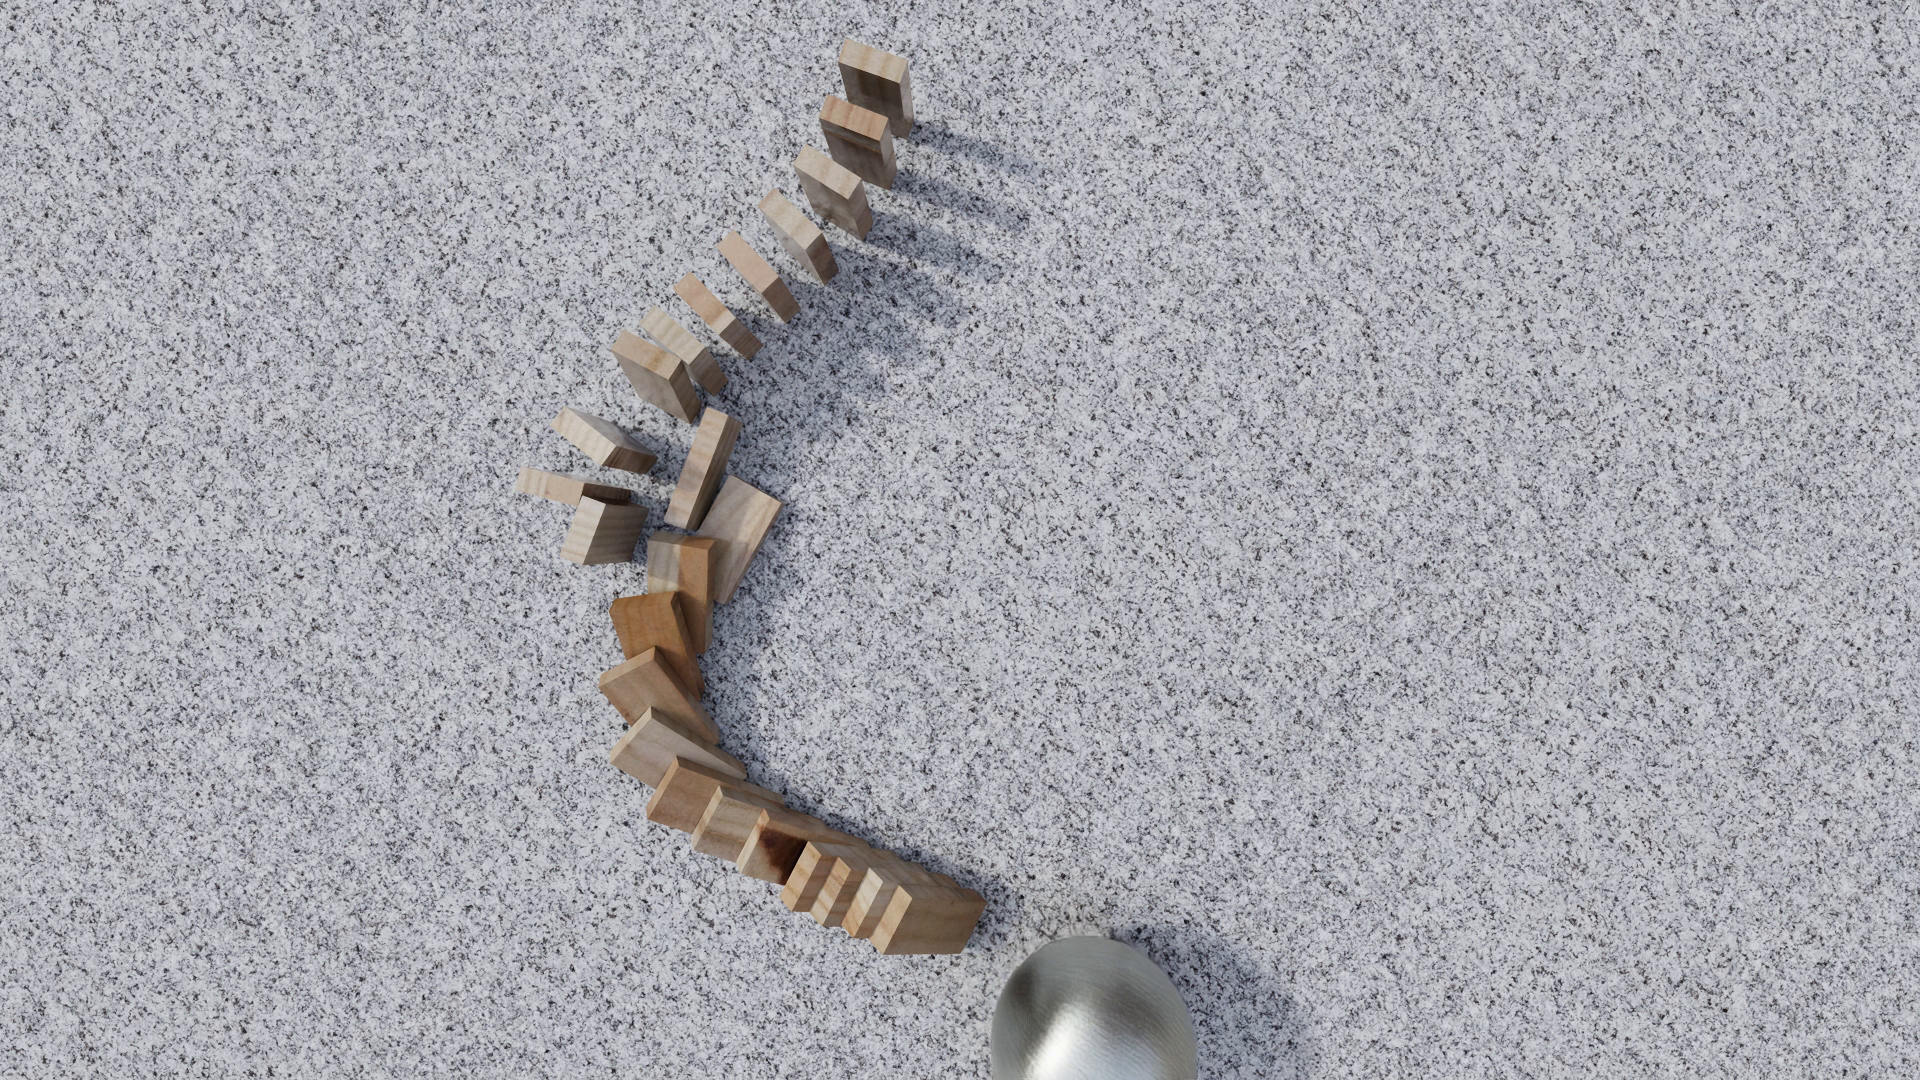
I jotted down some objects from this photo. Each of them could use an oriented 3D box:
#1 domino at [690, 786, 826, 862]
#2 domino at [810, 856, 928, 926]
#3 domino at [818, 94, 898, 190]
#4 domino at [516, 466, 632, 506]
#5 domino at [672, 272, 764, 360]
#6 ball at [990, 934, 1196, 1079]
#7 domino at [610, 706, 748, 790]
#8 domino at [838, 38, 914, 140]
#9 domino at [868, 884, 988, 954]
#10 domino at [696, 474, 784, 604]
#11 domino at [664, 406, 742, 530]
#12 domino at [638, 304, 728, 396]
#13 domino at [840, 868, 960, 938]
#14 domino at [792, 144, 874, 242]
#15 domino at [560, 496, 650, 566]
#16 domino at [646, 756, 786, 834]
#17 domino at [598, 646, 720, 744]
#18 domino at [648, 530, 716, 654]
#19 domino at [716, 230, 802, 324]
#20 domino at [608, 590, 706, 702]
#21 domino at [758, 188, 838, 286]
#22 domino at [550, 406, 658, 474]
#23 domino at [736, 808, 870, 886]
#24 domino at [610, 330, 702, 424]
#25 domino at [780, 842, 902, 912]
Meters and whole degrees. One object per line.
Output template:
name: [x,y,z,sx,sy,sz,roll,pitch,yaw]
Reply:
domino: [-0.084,0.124,0.384,0.050,0.009,0.025,28,90,-27]
domino: [-0.036,0.146,0.379,0.009,0.050,0.025,28,91,44]
domino: [-0.041,-0.161,0.375,0.025,0.050,0.009,21,90,0]
domino: [-0.157,-0.021,0.375,0.025,0.050,0.009,15,90,0]
domino: [-0.098,-0.091,0.375,0.010,0.050,0.025,-45,90,0]
ball: [0.052,0.199,0.360,0.080,0.080,0.080,0,90,0]
domino: [-0.117,0.094,0.384,0.025,0.009,0.050,-48,118,1]
domino: [-0.033,-0.183,0.375,0.025,0.050,0.009,19,90,0]
domino: [-0.012,0.157,0.379,0.009,0.050,0.025,28,90,44]
domino: [-0.099,0.000,0.395,0.025,0.009,0.050,30,90,0]
domino: [-0.108,-0.029,0.388,0.009,0.025,0.050,21,90,0]
domino: [-0.112,-0.076,0.375,0.025,0.050,0.010,40,83,0]
domino: [-0.024,0.151,0.379,0.009,0.050,0.025,28,90,44]
domino: [-0.051,-0.141,0.375,0.025,0.050,0.009,32,90,0]
domino: [-0.144,-0.004,0.375,0.009,0.050,0.025,21,90,0]
domino: [-0.102,0.112,0.384,0.050,0.010,0.025,30,91,-27]
domino: [-0.125,0.071,0.384,0.025,0.010,0.050,-27,119,0]
domino: [-0.117,0.022,0.385,0.025,0.009,0.050,9,115,1]
domino: [-0.081,-0.107,0.375,0.009,0.050,0.025,-44,90,0]
domino: [-0.126,0.046,0.384,0.025,0.010,0.050,-8,119,0]
domino: [-0.065,-0.123,0.375,0.025,0.050,0.010,43,90,0]
domino: [-0.144,-0.040,0.375,0.025,0.050,0.010,38,90,0]
domino: [-0.065,0.133,0.384,0.050,0.010,0.025,28,90,-27]
domino: [-0.123,-0.065,0.375,0.025,0.050,0.009,28,75,0]
domino: [-0.048,0.140,0.379,0.009,0.050,0.025,28,90,44]
